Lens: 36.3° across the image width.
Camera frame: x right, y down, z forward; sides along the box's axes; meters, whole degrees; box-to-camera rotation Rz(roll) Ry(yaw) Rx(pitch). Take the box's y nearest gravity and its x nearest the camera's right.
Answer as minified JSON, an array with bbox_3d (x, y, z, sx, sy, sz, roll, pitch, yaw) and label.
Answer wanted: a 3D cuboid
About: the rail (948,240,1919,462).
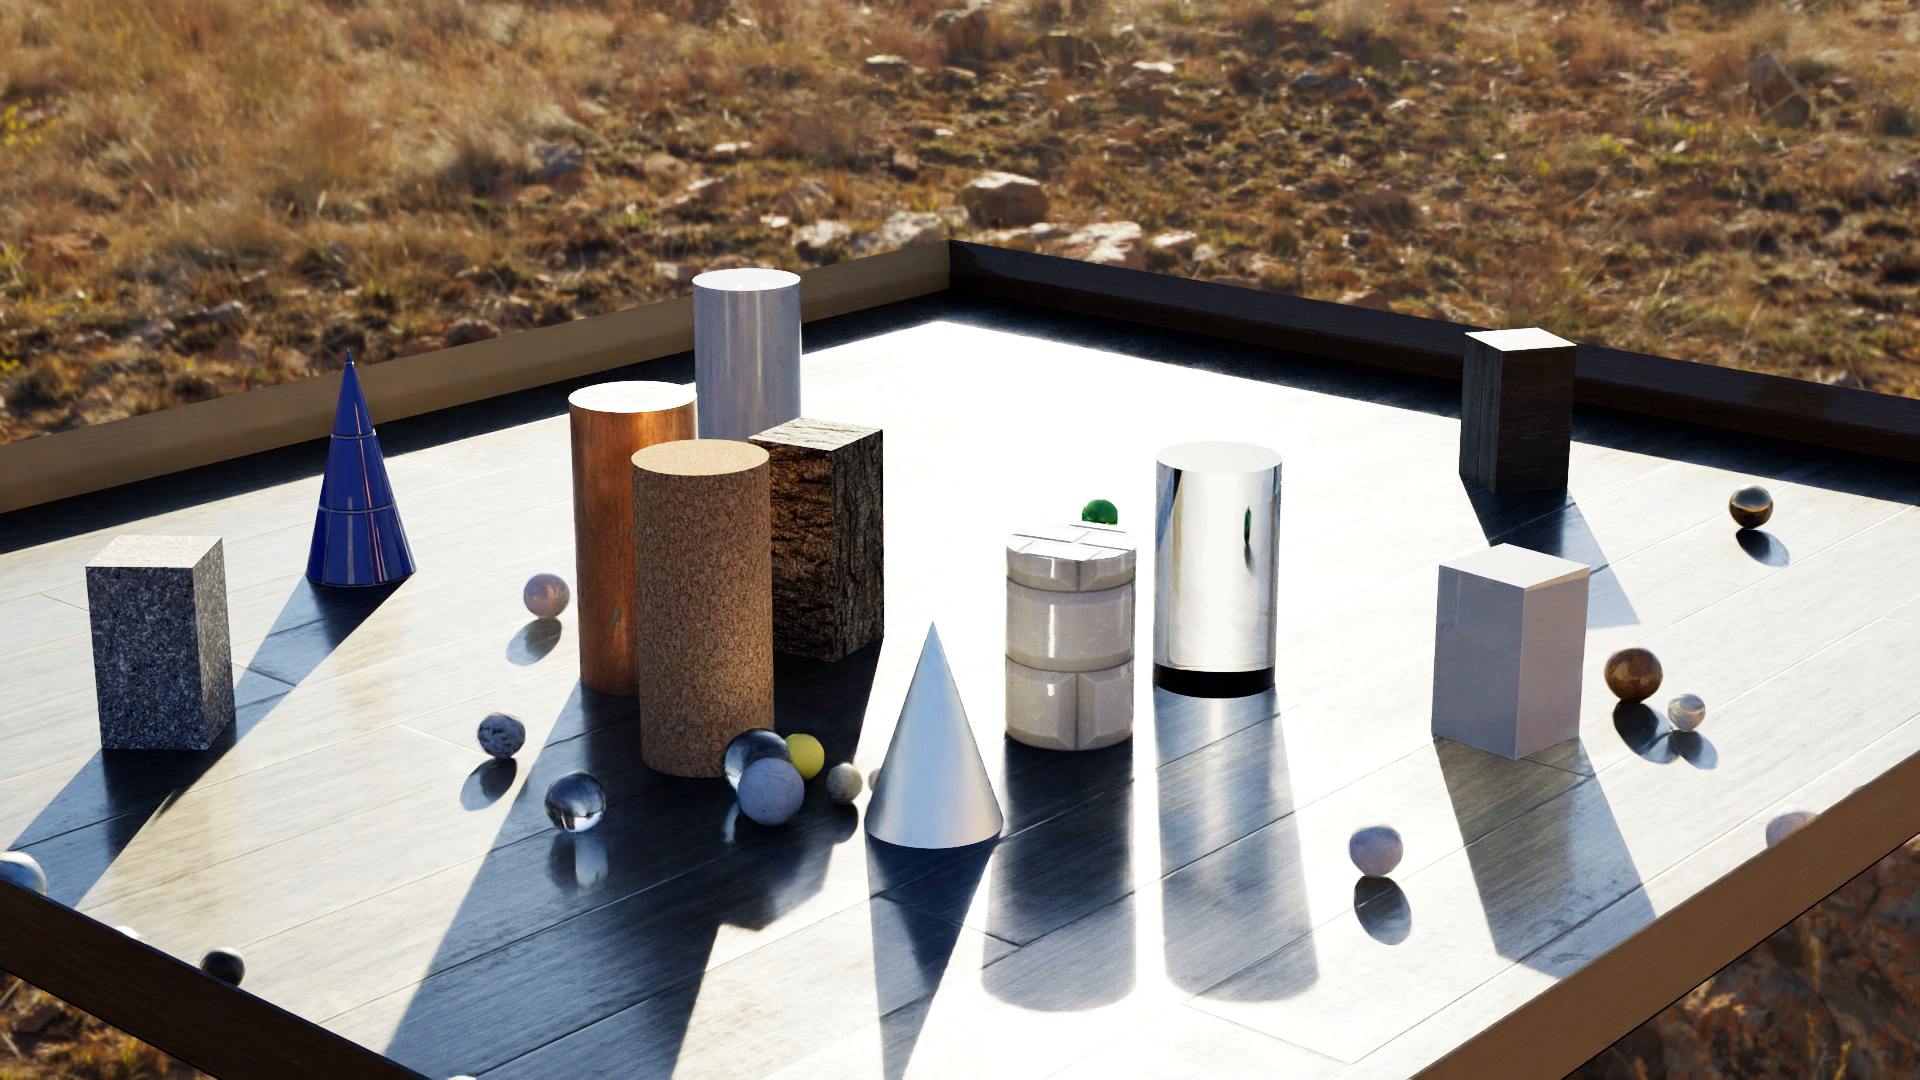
[{"bbox_3d":[1.259,-0.386,6.508,3.454,0.130,0.045,14,22,39],"label":"rail"}]

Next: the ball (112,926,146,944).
[{"bbox_3d":[-1.040,0.515,3.620,0.073,0.073,0.073,0,17,0],"label":"ball"}]

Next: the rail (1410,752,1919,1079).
[{"bbox_3d":[1.286,0.354,4.051,0.045,0.130,3.888,14,22,39],"label":"rail"}]

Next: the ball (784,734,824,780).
[{"bbox_3d":[-0.233,0.317,4.281,0.070,0.070,0.070,0,17,0],"label":"ball"}]

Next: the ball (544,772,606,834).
[{"bbox_3d":[-0.537,0.366,4.092,0.086,0.086,0.086,0,17,0],"label":"ball"}]

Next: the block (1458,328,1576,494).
[{"bbox_3d":[1.103,-0.257,5.811,0.160,0.288,0.160,-5,18,-17],"label":"block"}]

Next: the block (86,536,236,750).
[{"bbox_3d":[-1.210,0.154,4.446,0.160,0.288,0.160,1,17,2],"label":"block"}]

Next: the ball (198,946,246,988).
[{"bbox_3d":[-0.907,0.528,3.604,0.056,0.056,0.056,0,17,0],"label":"ball"}]

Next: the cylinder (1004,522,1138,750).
[{"bbox_3d":[0.167,0.144,4.457,0.200,0.300,0.200,0,17,0],"label":"cylinder"}]

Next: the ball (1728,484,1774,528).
[{"bbox_3d":[1.489,-0.063,5.519,0.084,0.084,0.084,0,17,0],"label":"ball"}]

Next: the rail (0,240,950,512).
[{"bbox_3d":[-1.286,-0.289,6.189,0.045,0.130,3.888,14,22,39],"label":"rail"}]

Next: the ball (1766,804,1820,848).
[{"bbox_3d":[1.136,0.401,3.979,0.083,0.083,0.083,0,17,0],"label":"ball"}]

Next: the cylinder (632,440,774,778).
[{"bbox_3d":[-0.377,0.099,4.328,0.200,0.460,0.200,0,17,0],"label":"cylinder"}]

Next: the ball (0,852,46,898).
[{"bbox_3d":[-1.232,0.451,3.798,0.093,0.093,0.093,0,17,0],"label":"ball"}]

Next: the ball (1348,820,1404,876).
[{"bbox_3d":[0.560,0.415,3.947,0.076,0.076,0.076,0,17,0],"label":"ball"}]

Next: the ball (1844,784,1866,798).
[{"bbox_3d":[1.269,0.373,4.103,0.066,0.066,0.066,0,17,0],"label":"ball"}]

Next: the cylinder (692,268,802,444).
[{"bbox_3d":[-0.397,-0.261,5.513,0.200,0.466,0.200,0,17,0],"label":"cylinder"}]

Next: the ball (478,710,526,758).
[{"bbox_3d":[-0.683,0.289,4.371,0.072,0.072,0.072,0,17,0],"label":"ball"}]

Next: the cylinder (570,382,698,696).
[{"bbox_3d":[-0.513,-0.004,4.666,0.200,0.463,0.200,0,17,0],"label":"cylinder"}]

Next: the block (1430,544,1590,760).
[{"bbox_3d":[0.831,0.167,4.435,0.160,0.270,0.160,-15,22,-40],"label":"block"}]

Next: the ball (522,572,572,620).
[{"bbox_3d":[-0.704,0.094,5.001,0.082,0.082,0.082,0,17,0],"label":"ball"}]

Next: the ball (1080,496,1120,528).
[{"bbox_3d":[0.261,-0.042,5.465,0.076,0.076,0.076,0,17,0],"label":"ball"}]

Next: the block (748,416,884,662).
[{"bbox_3d":[-0.235,-0.003,4.846,0.160,0.358,0.160,9,19,29],"label":"block"}]

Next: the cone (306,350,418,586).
[{"bbox_3d":[-1.077,-0.142,5.218,0.200,0.409,0.200,0,17,0],"label":"cone"}]

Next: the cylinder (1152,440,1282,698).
[{"bbox_3d":[0.408,0.045,4.666,0.200,0.369,0.200,0,17,0],"label":"cylinder"}]

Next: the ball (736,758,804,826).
[{"bbox_3d":[-0.266,0.353,4.120,0.095,0.095,0.095,0,17,0],"label":"ball"}]

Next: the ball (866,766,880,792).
[{"bbox_3d":[-0.114,0.348,4.229,0.041,0.041,0.041,0,17,0],"label":"ball"}]

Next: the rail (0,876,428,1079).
[{"bbox_3d":[-1.259,0.451,3.731,3.454,0.130,0.045,14,22,39],"label":"rail"}]

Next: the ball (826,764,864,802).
[{"bbox_3d":[-0.165,0.349,4.202,0.055,0.055,0.055,0,17,0],"label":"ball"}]

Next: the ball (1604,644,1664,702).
[{"bbox_3d":[1.057,0.209,4.602,0.092,0.092,0.092,0,17,0],"label":"ball"}]

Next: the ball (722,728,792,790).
[{"bbox_3d":[-0.292,0.320,4.219,0.100,0.100,0.100,0,17,0],"label":"ball"}]

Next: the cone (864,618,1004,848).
[{"bbox_3d":[-0.038,0.252,4.096,0.200,0.302,0.200,0,17,0],"label":"cone"}]

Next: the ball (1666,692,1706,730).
[{"bbox_3d":[1.112,0.261,4.487,0.059,0.059,0.059,0,17,0],"label":"ball"}]

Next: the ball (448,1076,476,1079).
[{"bbox_3d":[-0.548,0.631,3.220,0.082,0.082,0.082,0,17,0],"label":"ball"}]
